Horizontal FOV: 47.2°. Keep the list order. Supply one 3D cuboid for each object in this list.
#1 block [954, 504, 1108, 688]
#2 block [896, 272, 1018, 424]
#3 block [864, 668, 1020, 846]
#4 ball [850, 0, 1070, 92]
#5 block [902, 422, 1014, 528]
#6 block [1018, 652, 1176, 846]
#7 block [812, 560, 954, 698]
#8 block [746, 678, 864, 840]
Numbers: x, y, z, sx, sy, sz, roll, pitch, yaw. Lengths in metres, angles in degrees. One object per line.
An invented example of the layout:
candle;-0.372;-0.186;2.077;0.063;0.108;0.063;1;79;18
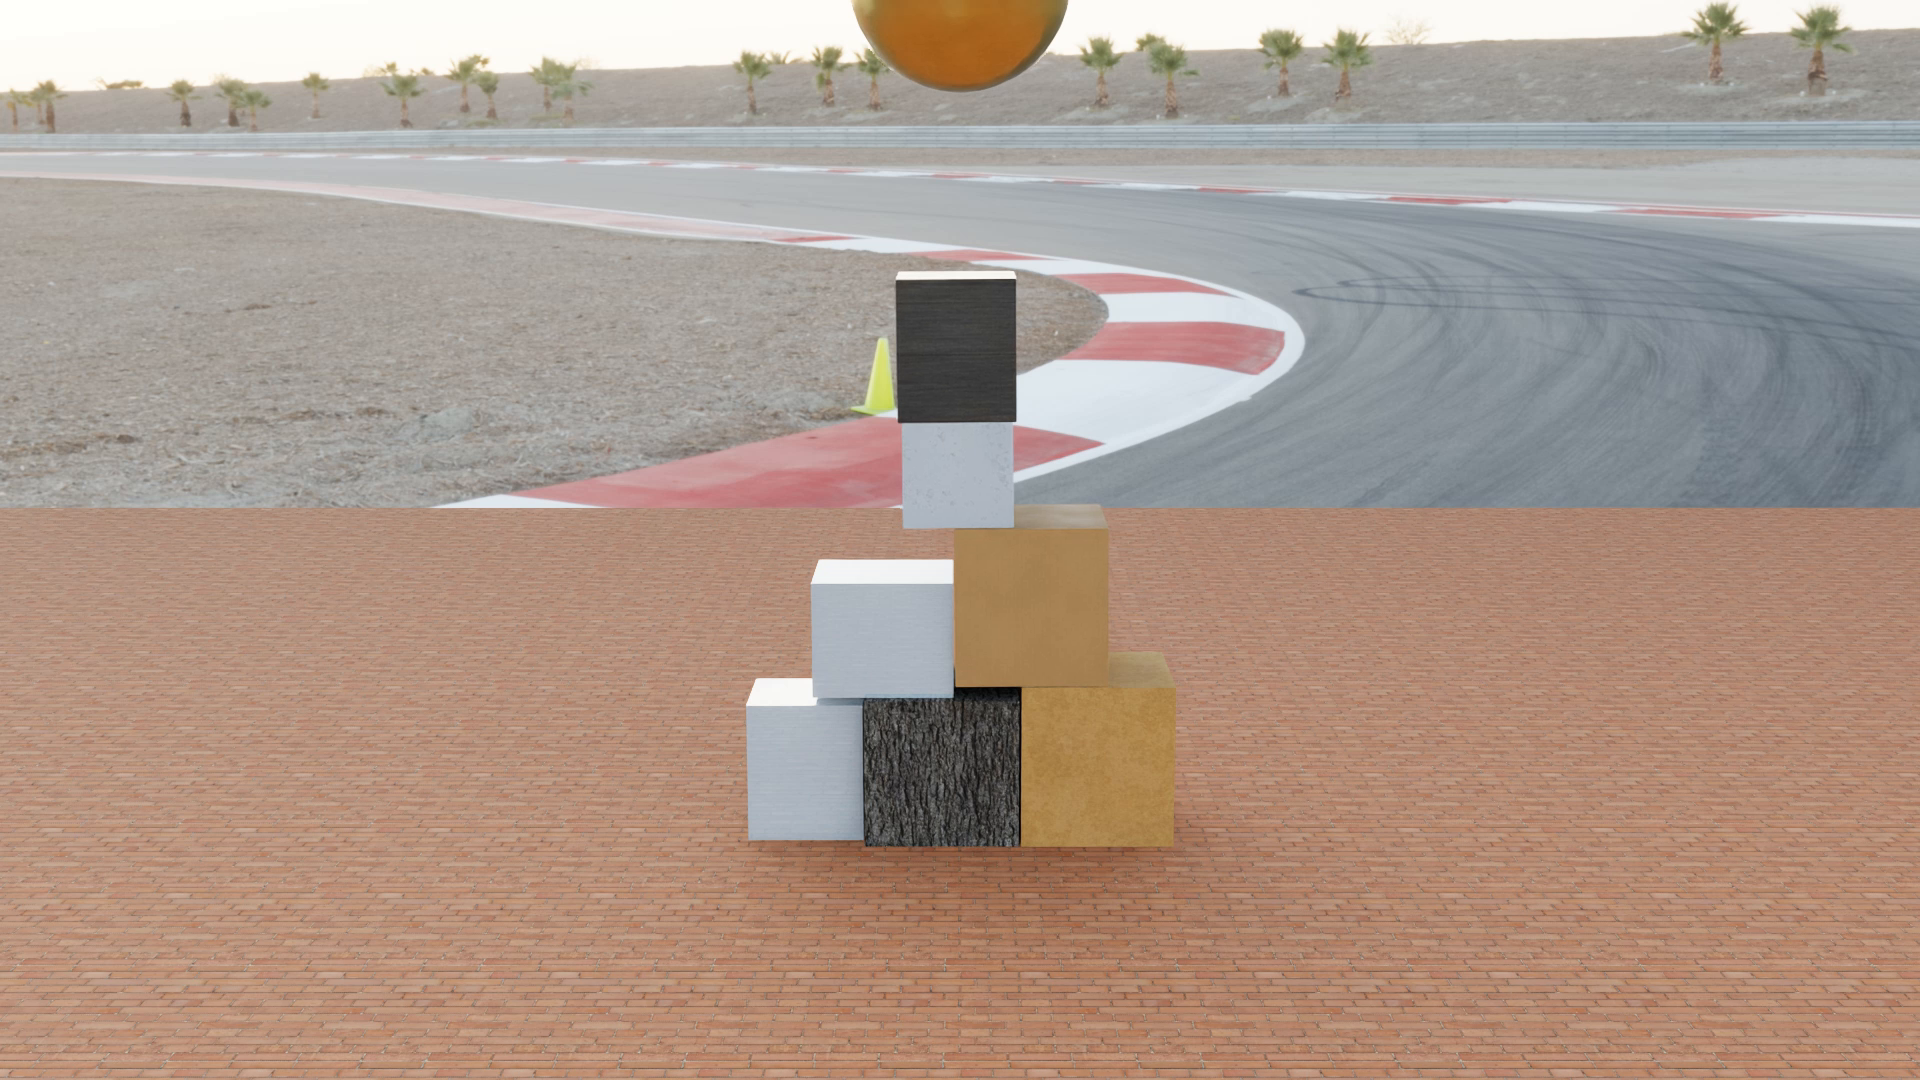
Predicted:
block;0.354;0.271;11.247;0.762;0.795;0.746;-1;10;0
block;-0.016;-0.973;11.003;0.585;0.701;0.613;-1;10;0
block;-0.091;1.109;11.364;0.776;0.752;0.729;0;10;0
ball;0.000;-4.007;15.691;1.600;1.600;1.600;0;10;0
block;-0.010;-0.373;11.129;0.546;0.523;0.646;-1;10;0
block;0.690;1.070;11.382;0.768;0.823;0.774;0;10;0
block;-0.386;0.447;11.271;0.706;0.584;0.625;0;10;0
block;-0.782;1.128;11.390;0.585;0.705;0.563;0;10;0
